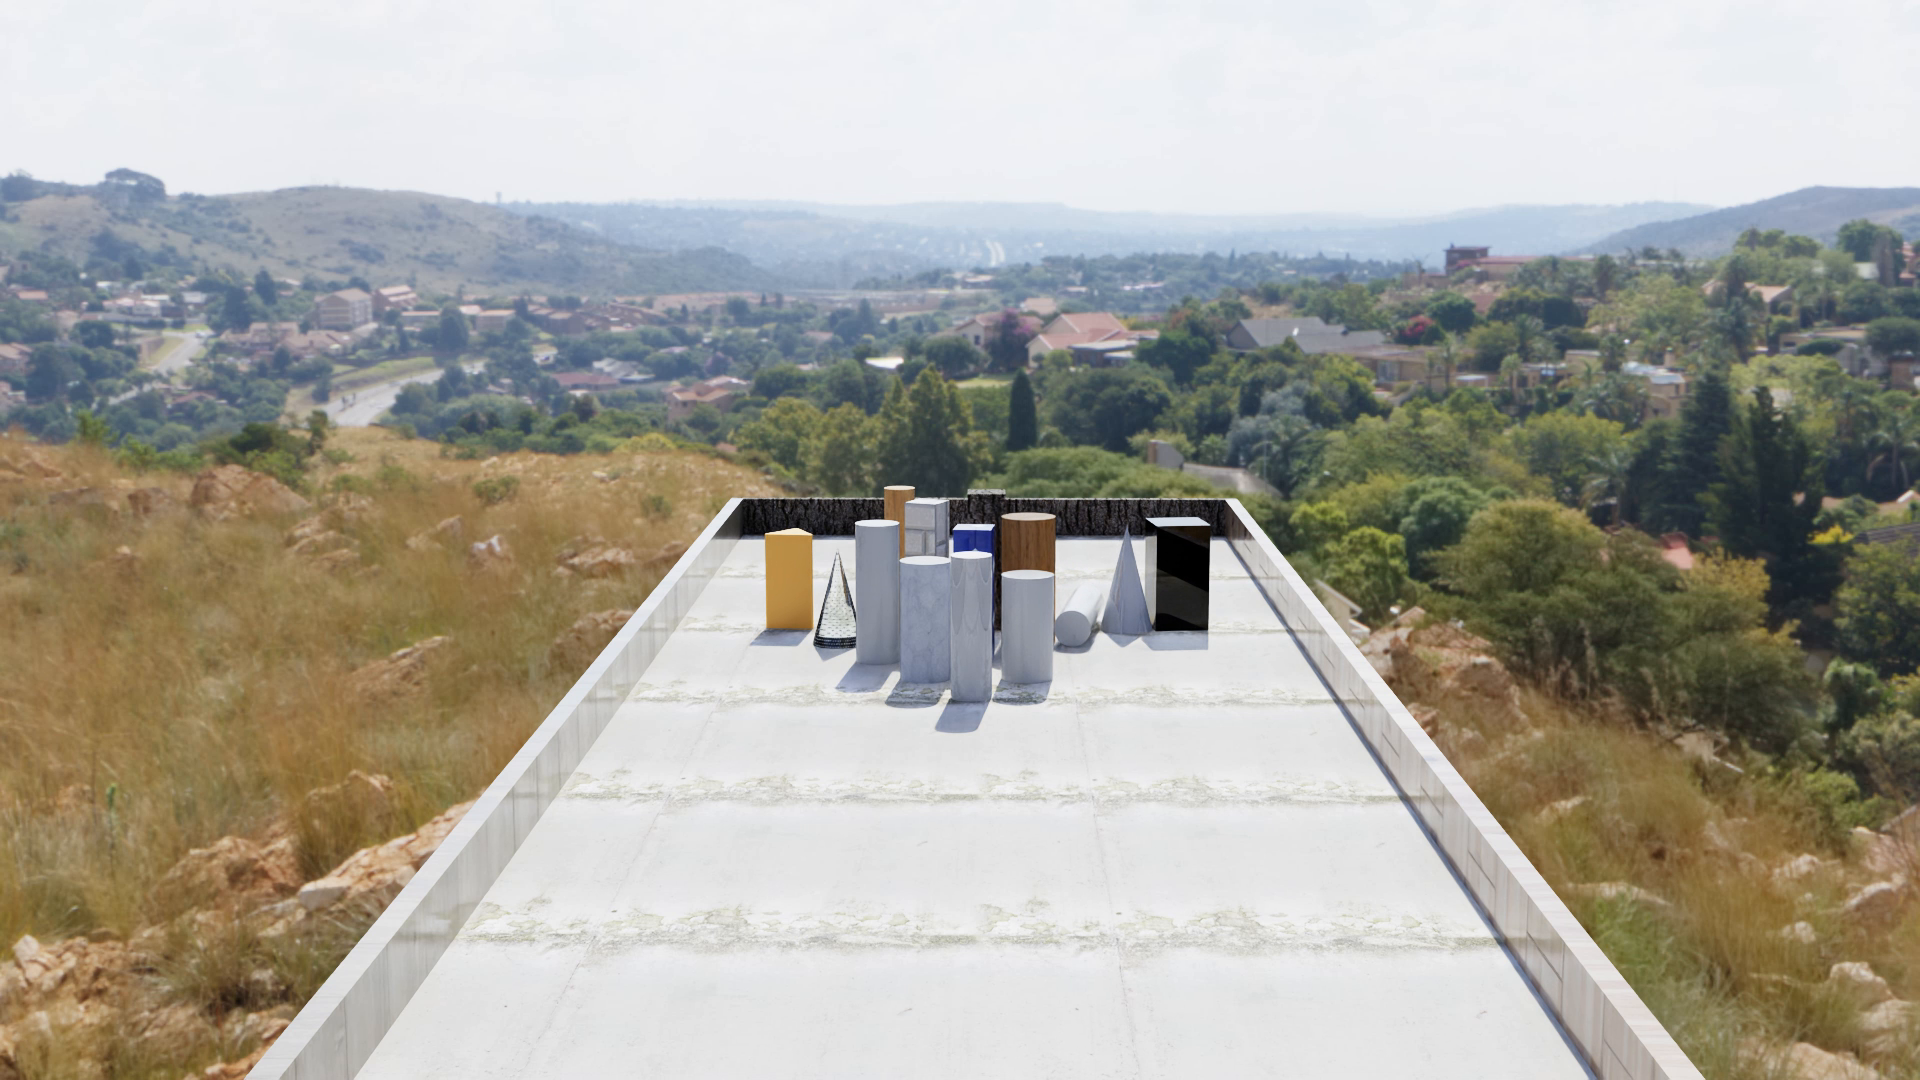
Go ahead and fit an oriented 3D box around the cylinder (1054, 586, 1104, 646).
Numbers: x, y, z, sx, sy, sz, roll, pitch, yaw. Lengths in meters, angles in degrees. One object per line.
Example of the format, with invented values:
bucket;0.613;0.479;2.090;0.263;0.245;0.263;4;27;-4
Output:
cylinder;0.387;0.243;7.106;0.117;0.117;0.451;1;9;9

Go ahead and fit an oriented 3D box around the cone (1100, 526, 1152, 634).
cone;0.541;0.121;7.147;0.172;0.343;0.172;0;9;0

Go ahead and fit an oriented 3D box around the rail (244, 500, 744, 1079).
rail;-1.004;0.839;3.234;0.050;0.150;12.000;0;9;1

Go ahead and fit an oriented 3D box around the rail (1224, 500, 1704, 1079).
rail;1.046;0.843;3.208;0.050;0.150;12.000;0;9;1

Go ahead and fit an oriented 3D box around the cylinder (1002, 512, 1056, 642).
cylinder;0.216;0.124;6.946;0.171;0.400;0.171;0;9;0

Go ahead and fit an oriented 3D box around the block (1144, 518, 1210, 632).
block;0.711;0.111;7.207;0.176;0.346;0.176;-1;9;-7

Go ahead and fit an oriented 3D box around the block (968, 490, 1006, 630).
block;0.086;0.063;7.183;0.123;0.446;0.123;0;9;0

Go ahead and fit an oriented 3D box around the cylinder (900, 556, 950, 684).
cylinder;-0.100;0.232;6.425;0.151;0.350;0.151;0;9;0

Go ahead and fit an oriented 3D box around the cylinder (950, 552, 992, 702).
cylinder;0.031;0.243;6.179;0.118;0.407;0.118;0;9;0

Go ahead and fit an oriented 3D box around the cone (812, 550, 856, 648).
cone;-0.384;0.175;6.922;0.165;0.309;0.165;0;9;0

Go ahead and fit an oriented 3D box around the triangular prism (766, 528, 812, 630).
triangular prism;-0.548;0.125;7.226;0.154;0.311;0.134;1;9;7

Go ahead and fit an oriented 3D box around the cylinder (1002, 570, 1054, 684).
cylinder;0.197;0.253;6.429;0.154;0.308;0.154;0;9;0

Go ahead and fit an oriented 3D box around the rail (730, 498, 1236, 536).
rail;0.099;-0.098;9.147;2.100;0.150;0.050;0;9;1

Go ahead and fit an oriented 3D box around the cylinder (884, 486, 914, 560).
cylinder;-0.197;0.057;7.187;0.100;0.458;0.100;0;9;0

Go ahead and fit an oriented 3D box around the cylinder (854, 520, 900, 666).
cylinder;-0.250;0.158;6.662;0.133;0.423;0.133;0;9;0

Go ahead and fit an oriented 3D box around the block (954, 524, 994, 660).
block;0.043;0.163;6.680;0.114;0.408;0.114;1;9;7

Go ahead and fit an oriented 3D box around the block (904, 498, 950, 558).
block;-0.103;0.101;6.937;0.104;0.449;0.104;4;10;25
